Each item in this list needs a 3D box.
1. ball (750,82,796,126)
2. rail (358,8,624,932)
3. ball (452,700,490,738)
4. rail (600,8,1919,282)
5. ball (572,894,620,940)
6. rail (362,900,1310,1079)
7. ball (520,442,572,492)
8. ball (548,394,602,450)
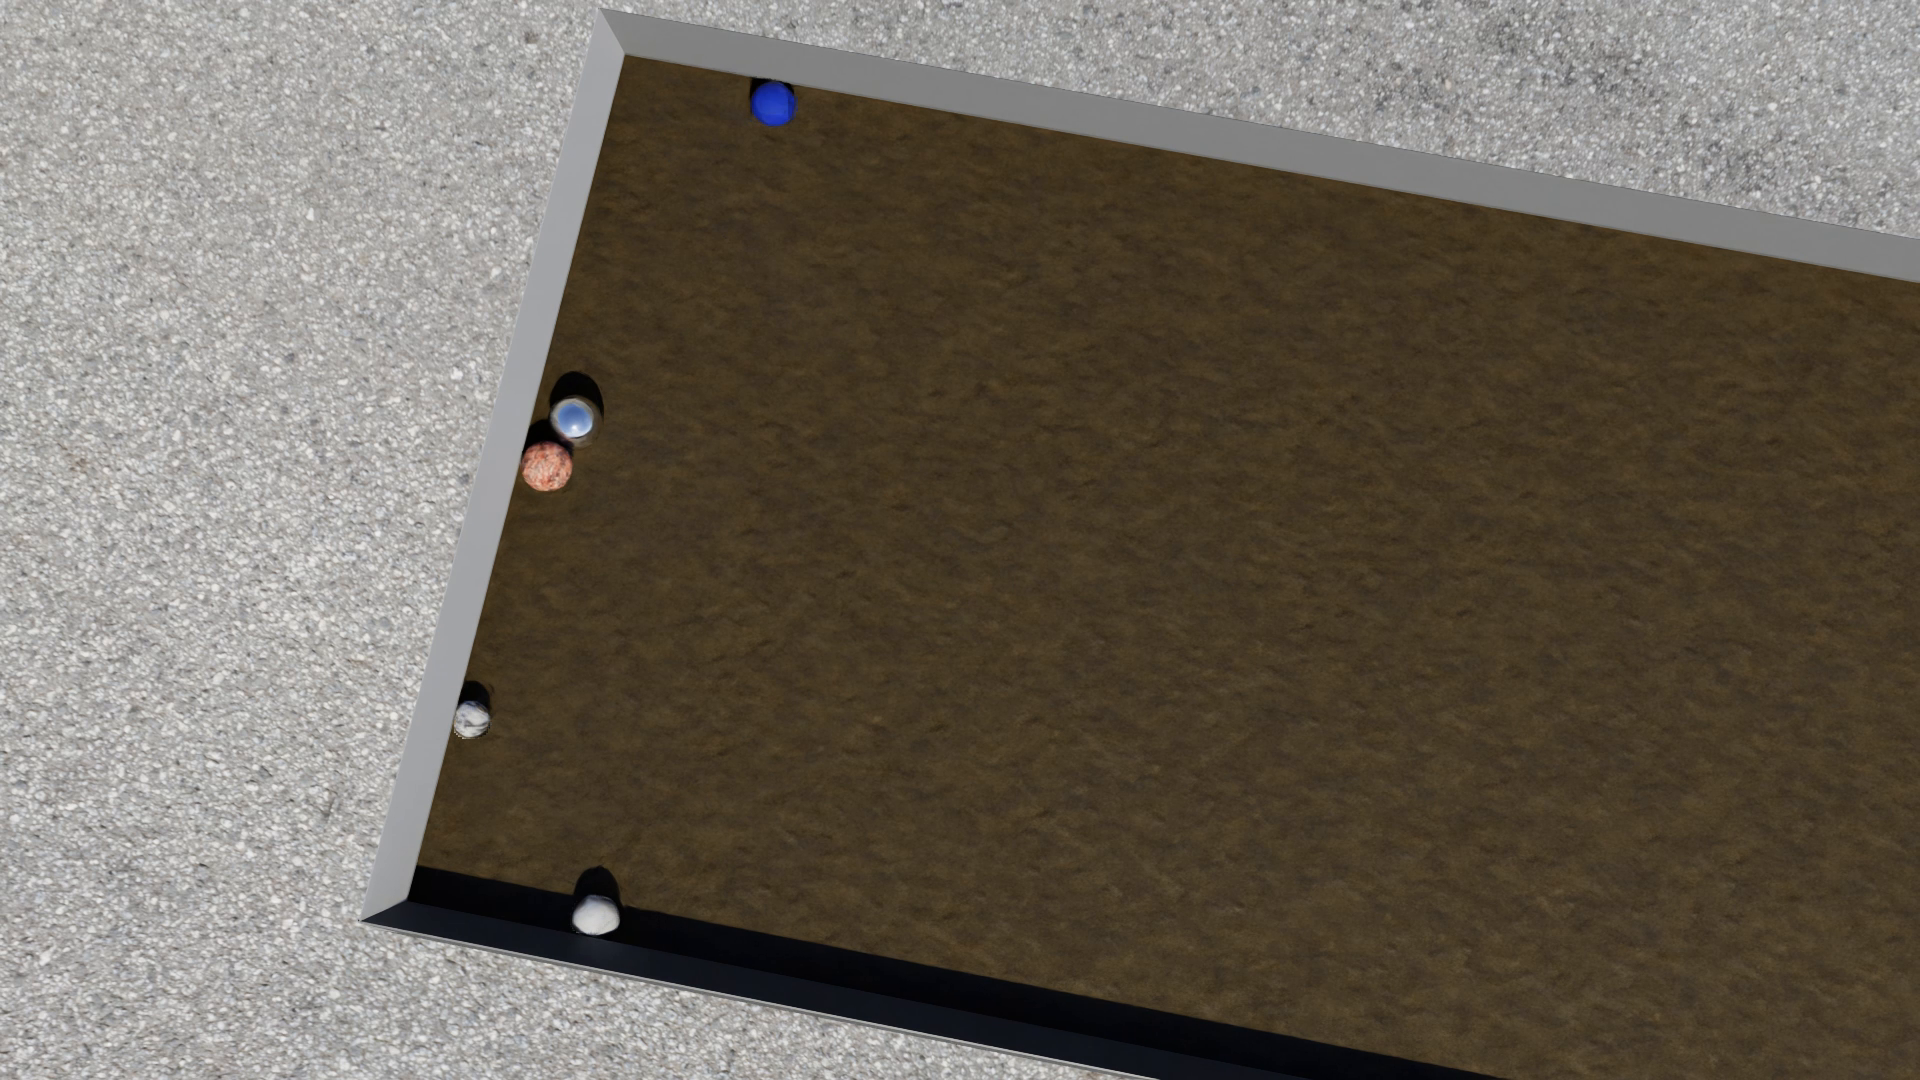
[{"bbox_3d":[-0.301,-0.702,3.544,0.072,0.072,0.072,0,75,0],"label":"ball"},{"bbox_3d":[-0.693,-0.134,3.368,0.045,0.109,1.473,11,75,3],"label":"rail"},{"bbox_3d":[-0.731,0.267,3.287,0.055,0.055,0.055,0,75,0],"label":"ball"},{"bbox_3d":[0.852,-0.547,3.481,2.920,0.109,0.045,11,75,3],"label":"rail"},{"bbox_3d":[-0.530,0.551,3.203,0.069,0.069,0.069,0,75,0],"label":"ball"},{"bbox_3d":[0.581,0.803,3.112,2.920,0.109,0.045,11,75,3],"label":"rail"},{"bbox_3d":[-0.636,-0.113,3.380,0.078,0.078,0.078,0,75,0],"label":"ball"},{"bbox_3d":[-0.594,-0.182,3.395,0.084,0.084,0.084,0,75,0],"label":"ball"}]
